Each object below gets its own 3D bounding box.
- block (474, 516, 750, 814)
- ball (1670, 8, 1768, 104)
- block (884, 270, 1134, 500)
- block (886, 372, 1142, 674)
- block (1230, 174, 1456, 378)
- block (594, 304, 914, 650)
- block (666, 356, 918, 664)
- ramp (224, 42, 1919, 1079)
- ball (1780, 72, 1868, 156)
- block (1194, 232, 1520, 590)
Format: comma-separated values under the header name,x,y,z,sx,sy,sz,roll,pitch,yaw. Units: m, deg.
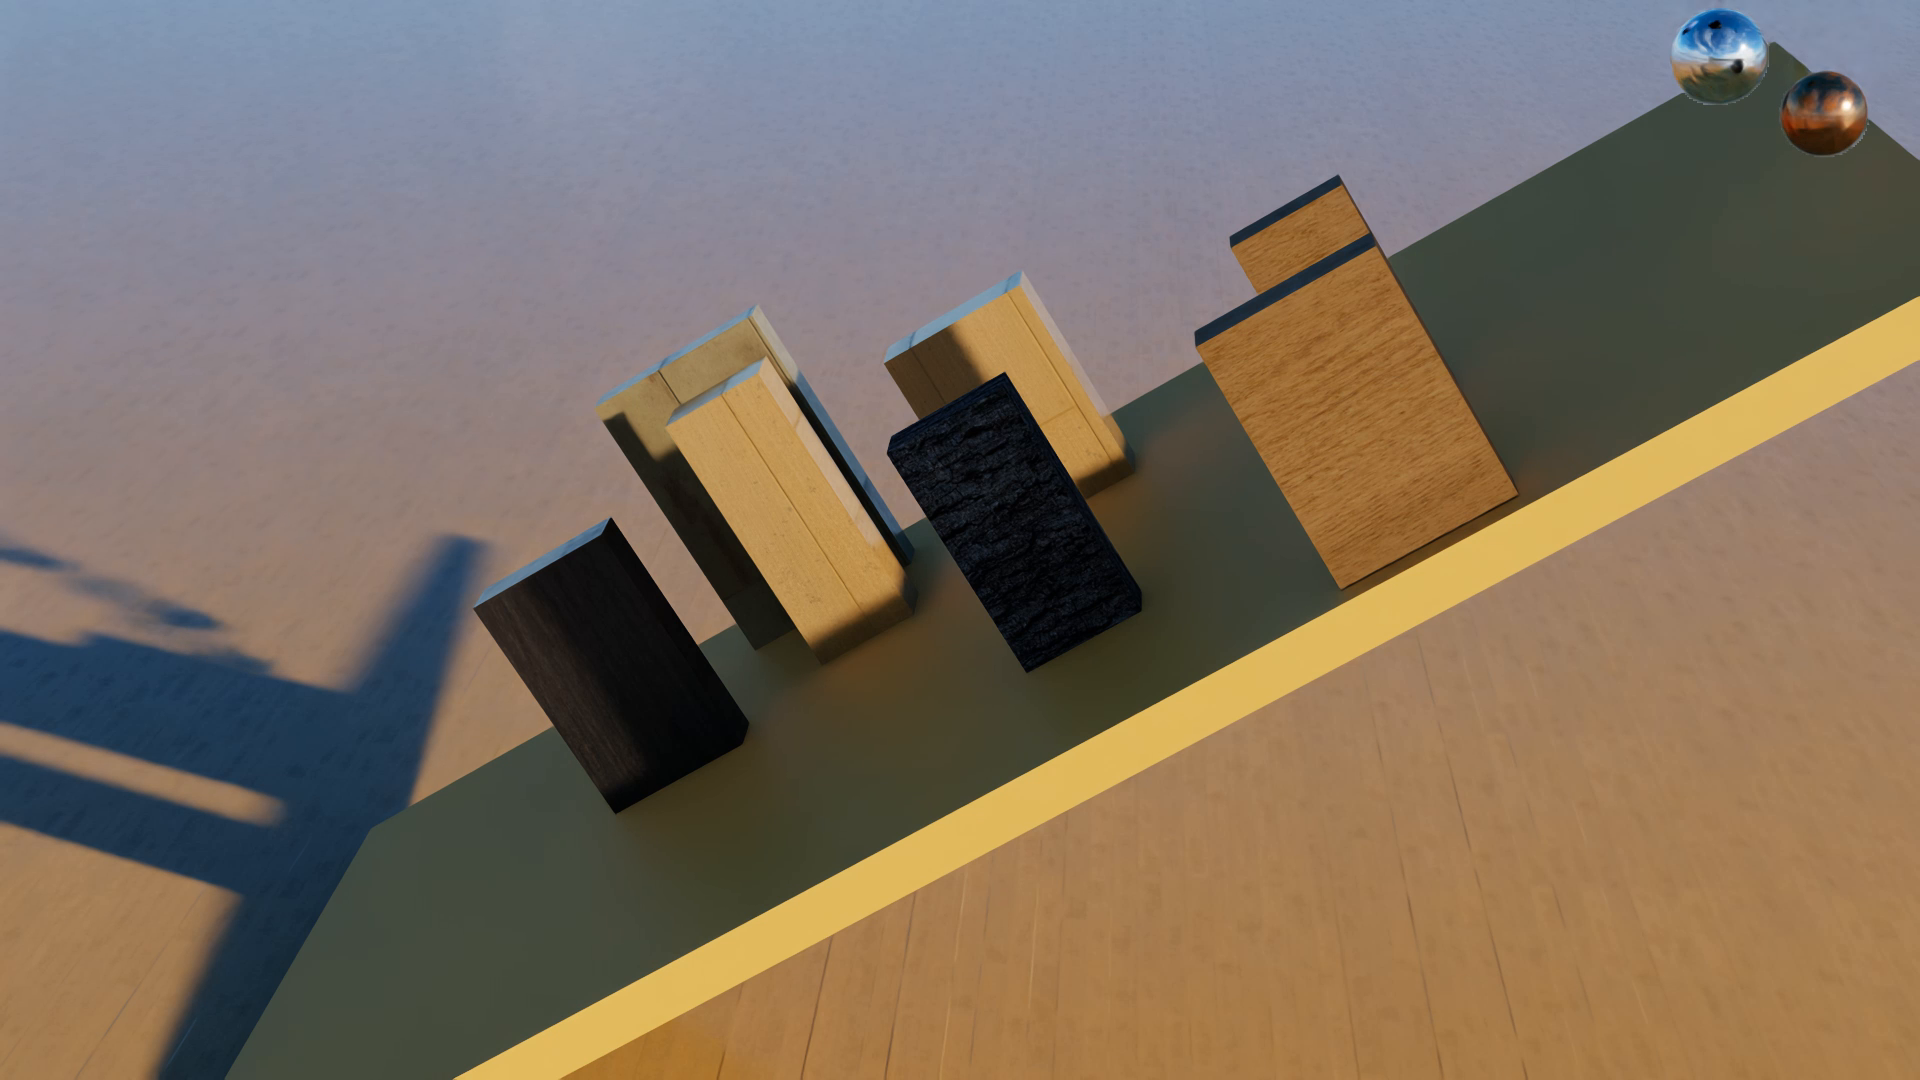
name,x,y,z,sx,sy,sz,roll,pitch,yaw
block,-0.764,0.279,6.480,0.338,0.564,0.122,-29,15,13
ball,1.480,-0.944,5.739,0.183,0.183,0.183,0,19,0
block,0.115,-0.296,6.649,0.354,0.503,0.141,-29,15,13
block,0.110,-0.032,5.762,0.262,0.526,0.114,-29,15,13
block,0.765,-0.451,5.852,0.248,0.483,0.097,-29,15,13
block,-0.484,-0.144,6.989,0.443,0.705,0.103,-29,15,13
block,-0.373,-0.064,6.609,0.245,0.652,0.145,-29,15,13
ramp,0.141,0.168,6.288,4.000,0.100,2.000,-29,15,13
ball,1.618,-0.799,5.506,0.156,0.156,0.156,0,19,0
block,0.698,-0.223,5.180,0.355,0.521,0.106,-29,15,13
